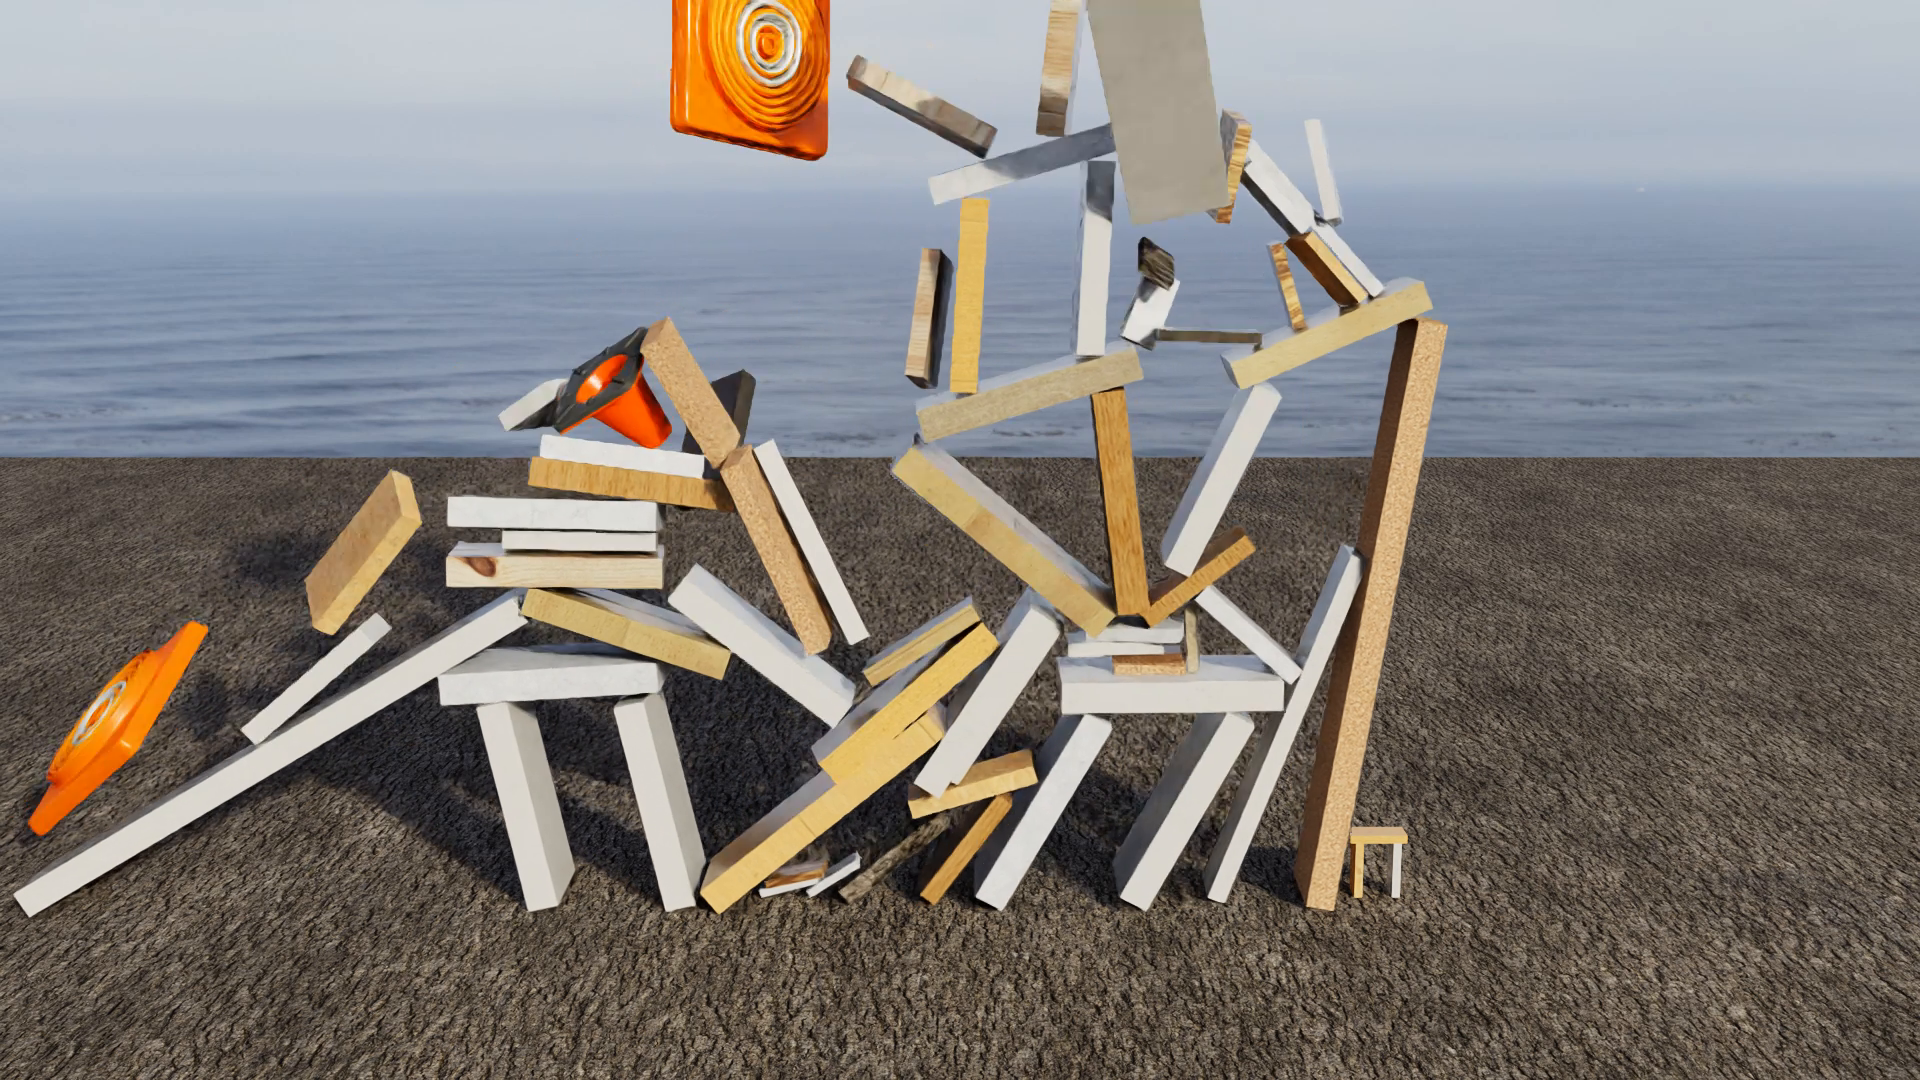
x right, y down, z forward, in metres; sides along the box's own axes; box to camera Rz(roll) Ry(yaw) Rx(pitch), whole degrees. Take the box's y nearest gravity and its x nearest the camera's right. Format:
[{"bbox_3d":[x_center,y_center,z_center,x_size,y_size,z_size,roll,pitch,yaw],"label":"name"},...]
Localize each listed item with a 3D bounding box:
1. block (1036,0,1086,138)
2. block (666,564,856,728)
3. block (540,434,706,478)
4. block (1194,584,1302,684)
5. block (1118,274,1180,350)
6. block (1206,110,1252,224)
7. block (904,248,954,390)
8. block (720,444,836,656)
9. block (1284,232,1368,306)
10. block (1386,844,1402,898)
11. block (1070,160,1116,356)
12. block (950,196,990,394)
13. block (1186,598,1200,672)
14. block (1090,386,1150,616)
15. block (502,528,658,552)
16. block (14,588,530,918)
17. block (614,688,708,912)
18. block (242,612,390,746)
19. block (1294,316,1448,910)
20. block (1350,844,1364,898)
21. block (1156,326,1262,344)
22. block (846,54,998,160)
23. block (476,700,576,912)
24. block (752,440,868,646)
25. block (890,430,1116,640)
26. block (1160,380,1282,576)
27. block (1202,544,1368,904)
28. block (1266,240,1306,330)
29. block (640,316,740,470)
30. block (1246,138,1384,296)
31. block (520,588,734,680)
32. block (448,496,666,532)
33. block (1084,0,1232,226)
[{"bbox_3d":[0.164,-0.788,3.428,0.044,0.309,0.154,8,13,5],"label":"block"},{"bbox_3d":[-0.321,0.170,3.592,0.336,0.048,0.168,38,6,-5],"label":"block"},{"bbox_3d":[-0.546,-0.135,3.570,0.259,0.037,0.130,7,1,-7],"label":"block"},{"bbox_3d":[0.465,0.145,3.585,0.210,0.030,0.105,41,8,-6],"label":"block"},{"bbox_3d":[0.304,-0.372,3.534,0.060,0.120,0.017,23,-3,-20],"label":"block"},{"bbox_3d":[0.416,-0.583,3.435,0.022,0.158,0.079,3,28,-15],"label":"block"},{"bbox_3d":[-0.048,-0.354,3.533,0.029,0.207,0.103,7,-6,12],"label":"block"},{"bbox_3d":[-0.291,0.015,3.532,0.033,0.334,0.116,-21,16,10],"label":"block"},{"bbox_3d":[0.578,-0.428,3.473,0.020,0.138,0.069,-47,15,-11],"label":"block"},{"bbox_3d":[0.723,0.543,3.665,0.013,0.094,0.047,0,11,0],"label":"block"},{"bbox_3d":[0.210,-0.450,3.489,0.043,0.301,0.150,3,10,-2],"label":"block"},{"bbox_3d":[0.014,-0.392,3.493,0.043,0.301,0.150,4,10,-1],"label":"block"},{"bbox_3d":[0.380,0.155,3.591,0.016,0.113,0.057,-2,11,10],"label":"block"},{"bbox_3d":[0.256,-0.072,3.555,0.051,0.357,0.179,-7,10,2],"label":"block"},{"bbox_3d":[-0.610,-0.002,3.545,0.241,0.029,0.104,1,3,-5],"label":"block"},{"bbox_3d":[-1.109,0.337,3.599,0.944,0.046,0.163,-30,9,3],"label":"block"},{"bbox_3d":[-0.492,0.417,3.638,0.050,0.350,0.175,-12,10,3],"label":"block"},{"bbox_3d":[-1.062,0.228,3.636,0.259,0.037,0.130,-40,8,4],"label":"block"},{"bbox_3d":[0.662,0.118,3.578,0.046,0.966,0.161,9,11,0],"label":"block"},{"bbox_3d":[0.661,0.543,3.665,0.013,0.094,0.047,0,11,0],"label":"block"},{"bbox_3d":[0.395,-0.326,3.495,0.161,0.017,0.060,2,11,-1],"label":"block"},{"bbox_3d":[-0.060,-0.681,3.465,0.247,0.035,0.123,28,1,-2],"label":"block"},{"bbox_3d":[-0.716,0.416,3.637,0.050,0.350,0.175,-12,10,1],"label":"block"},{"bbox_3d":[-0.247,0.003,3.599,0.035,0.353,0.123,-26,5,-7],"label":"block"},{"bbox_3d":[0.072,-0.013,3.555,0.421,0.051,0.179,39,11,-6],"label":"block"},{"bbox_3d":[0.418,-0.108,3.553,0.046,0.321,0.161,25,11,-3],"label":"block"},{"bbox_3d":[0.531,0.302,3.616,0.030,0.615,0.105,21,10,-3],"label":"block"},{"bbox_3d":[0.516,-0.404,3.482,0.020,0.138,0.069,-17,11,5],"label":"block"},{"bbox_3d":[-0.434,-0.237,3.548,0.033,0.232,0.116,-25,22,13],"label":"block"},{"bbox_3d":[0.553,-0.511,3.468,0.022,0.316,0.079,-42,7,12],"label":"block"},{"bbox_3d":[-0.531,0.137,3.572,0.336,0.048,0.168,19,7,-3],"label":"block"},{"bbox_3d":[-0.648,-0.044,3.551,0.326,0.046,0.163,1,2,-2],"label":"block"},{"bbox_3d":[0.287,-0.654,3.184,0.154,0.044,0.515,-11,-34,6],"label":"block"}]
